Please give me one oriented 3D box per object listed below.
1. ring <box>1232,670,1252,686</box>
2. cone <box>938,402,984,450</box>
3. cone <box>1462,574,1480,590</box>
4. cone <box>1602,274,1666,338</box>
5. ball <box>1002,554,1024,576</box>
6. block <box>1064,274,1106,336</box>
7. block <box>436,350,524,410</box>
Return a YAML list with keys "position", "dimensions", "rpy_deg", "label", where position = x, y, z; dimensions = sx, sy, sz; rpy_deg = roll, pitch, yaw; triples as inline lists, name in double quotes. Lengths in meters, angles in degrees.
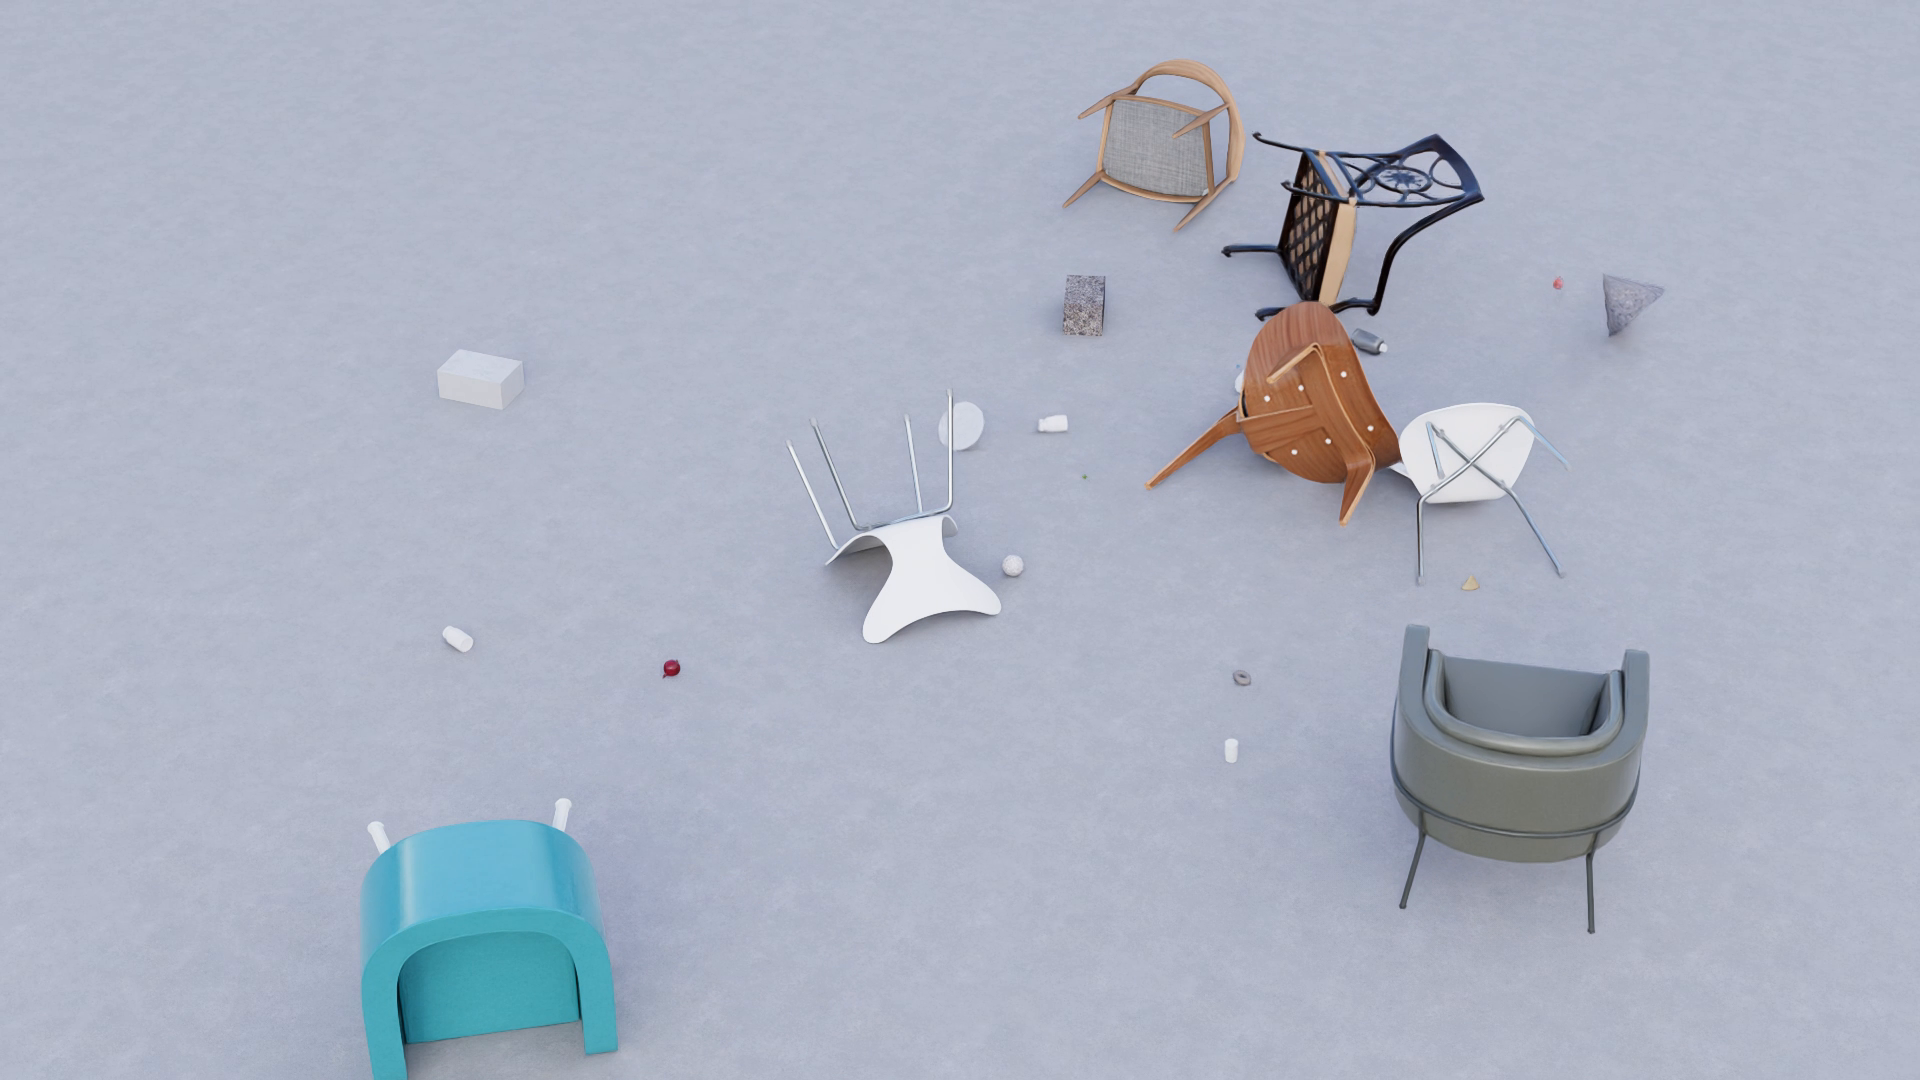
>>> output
- position: [0.981, 0.479, 10.194]
  dimensions: [0.055, 0.027, 0.078]
  rpy_deg: [-18, 37, -28]
  label: "ring"
- position: [0.032, -0.432, 11.531]
  dimensions: [0.208, 0.117, 0.193]
  rpy_deg: [-20, 67, 25]
  label: "cone"
- position: [1.860, 0.147, 10.667]
  dimensions: [0.074, 0.060, 0.042]
  rpy_deg: [-10, 35, -14]
  label: "cone"
- position: [2.732, -1.020, 12.144]
  dimensions: [0.219, 0.314, 0.273]
  rpy_deg: [48, 49, 1]
  label: "cone"
- position: [0.194, 0.093, 10.731]
  dimensions: [0.080, 0.080, 0.080]
  rpy_deg: [0, 33, 0]
  label: "ball"
- position: [0.522, -0.985, 12.307]
  dimensions: [0.162, 0.146, 0.255]
  rpy_deg: [3, 33, 4]
  label: "block"
- position: [-1.930, -0.647, 11.814]
  dimensions: [0.286, 0.123, 0.187]
  rpy_deg: [12, 35, 17]
  label: "block"
